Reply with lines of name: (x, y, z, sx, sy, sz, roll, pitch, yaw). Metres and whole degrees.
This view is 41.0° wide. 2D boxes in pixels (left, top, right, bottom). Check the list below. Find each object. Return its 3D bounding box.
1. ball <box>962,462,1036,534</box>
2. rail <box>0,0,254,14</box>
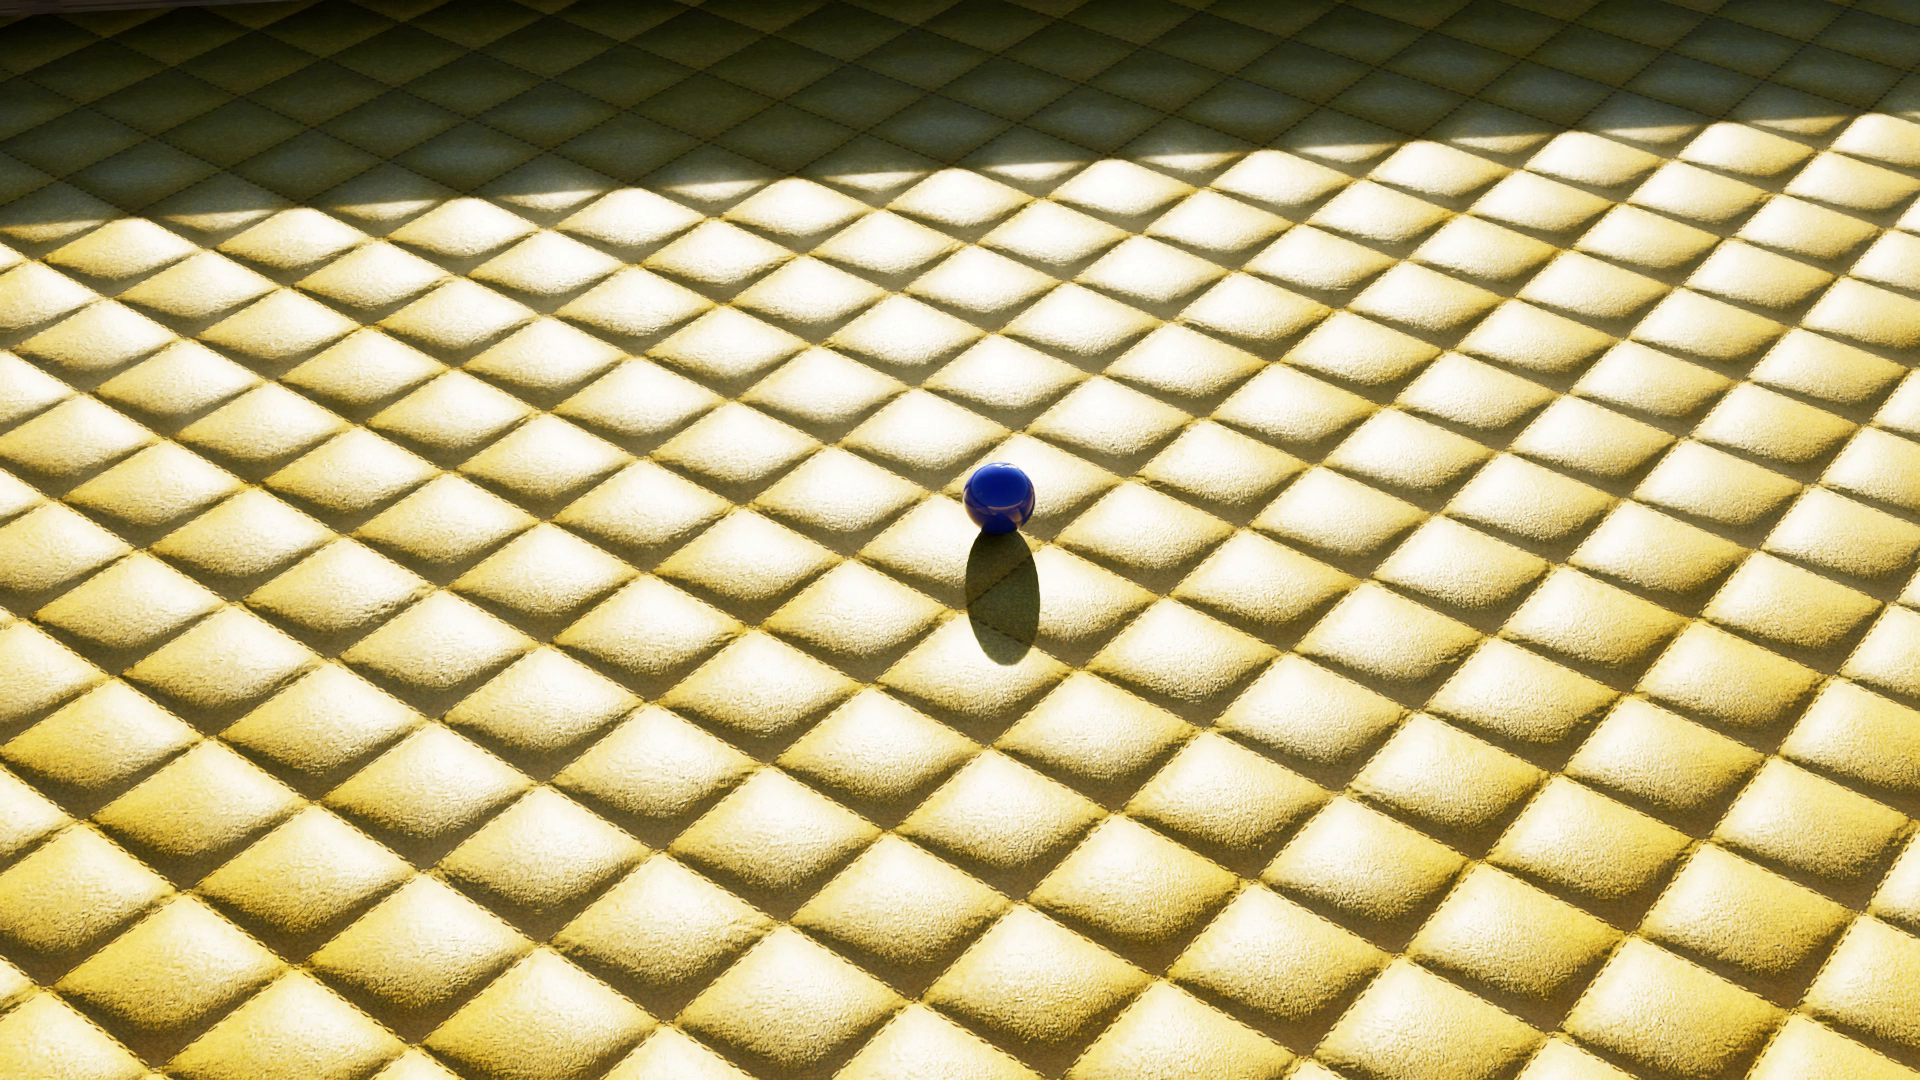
ball: (0.025, -0.026, 1.608, 0.046, 0.046, 0.046, 0, 37, 0)
rail: (0.758, -0.611, 2.329, 3.495, 0.126, 0.045, -4, 37, -6)
